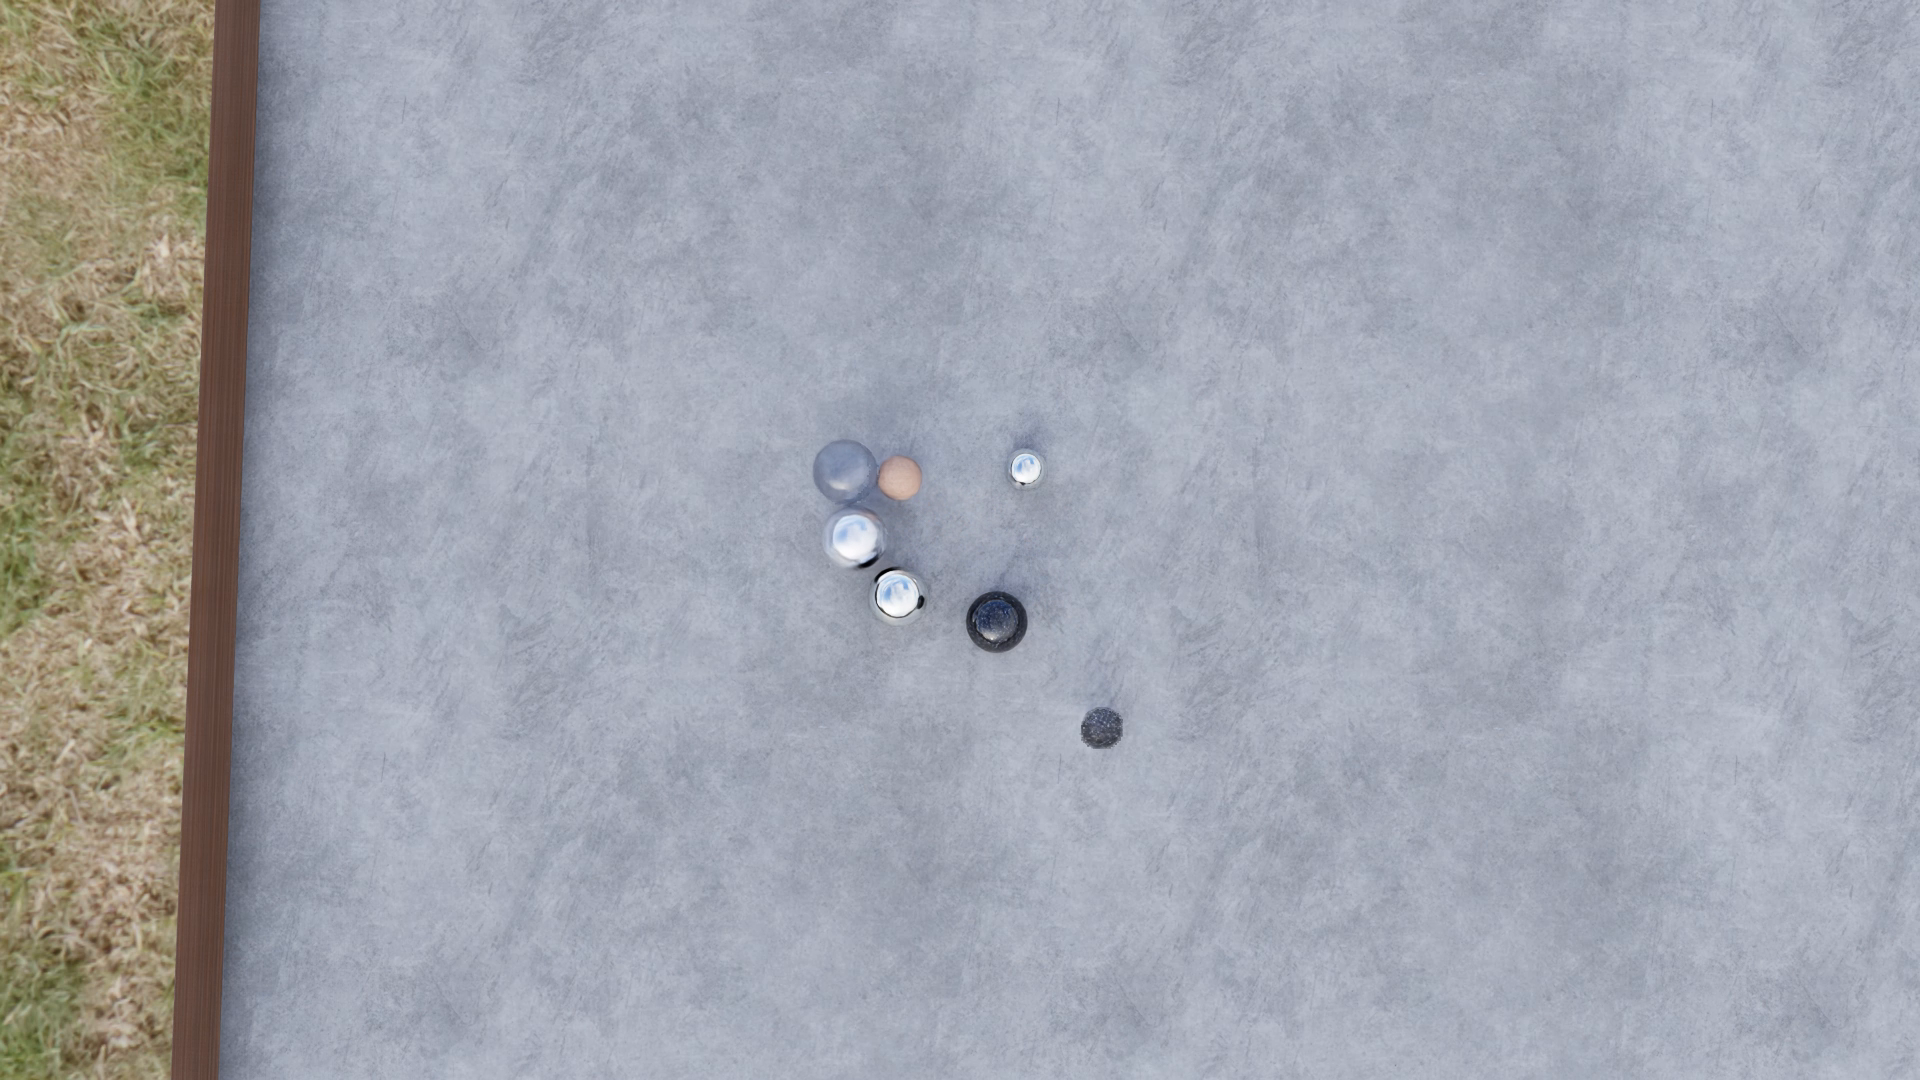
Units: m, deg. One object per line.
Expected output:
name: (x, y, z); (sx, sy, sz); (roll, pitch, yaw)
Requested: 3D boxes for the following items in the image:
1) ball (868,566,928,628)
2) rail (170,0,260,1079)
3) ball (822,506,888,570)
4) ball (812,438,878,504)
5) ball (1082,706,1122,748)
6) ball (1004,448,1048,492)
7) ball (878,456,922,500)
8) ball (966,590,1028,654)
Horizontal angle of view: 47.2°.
ball: (-0.091, 0.083, 3.235); (0.090, 0.090, 0.090); (0, 84, 0)
rail: (-1.080, -0.005, 3.226); (0.045, 0.125, 2.396); (0, 84, 0)
ball: (-0.154, -0.003, 3.241); (0.096, 0.096, 0.096); (0, 84, 0)
ball: (-0.170, -0.101, 3.252); (0.097, 0.097, 0.097); (0, 84, 0)
ball: (0.208, 0.275, 3.228); (0.060, 0.060, 0.060); (0, 84, 0)
ball: (0.098, -0.105, 3.269); (0.064, 0.064, 0.064); (0, 84, 0)
ball: (-0.089, -0.092, 3.266); (0.067, 0.067, 0.067); (0, 84, 0)
ball: (0.054, 0.121, 3.229); (0.092, 0.092, 0.092); (0, 84, 0)
